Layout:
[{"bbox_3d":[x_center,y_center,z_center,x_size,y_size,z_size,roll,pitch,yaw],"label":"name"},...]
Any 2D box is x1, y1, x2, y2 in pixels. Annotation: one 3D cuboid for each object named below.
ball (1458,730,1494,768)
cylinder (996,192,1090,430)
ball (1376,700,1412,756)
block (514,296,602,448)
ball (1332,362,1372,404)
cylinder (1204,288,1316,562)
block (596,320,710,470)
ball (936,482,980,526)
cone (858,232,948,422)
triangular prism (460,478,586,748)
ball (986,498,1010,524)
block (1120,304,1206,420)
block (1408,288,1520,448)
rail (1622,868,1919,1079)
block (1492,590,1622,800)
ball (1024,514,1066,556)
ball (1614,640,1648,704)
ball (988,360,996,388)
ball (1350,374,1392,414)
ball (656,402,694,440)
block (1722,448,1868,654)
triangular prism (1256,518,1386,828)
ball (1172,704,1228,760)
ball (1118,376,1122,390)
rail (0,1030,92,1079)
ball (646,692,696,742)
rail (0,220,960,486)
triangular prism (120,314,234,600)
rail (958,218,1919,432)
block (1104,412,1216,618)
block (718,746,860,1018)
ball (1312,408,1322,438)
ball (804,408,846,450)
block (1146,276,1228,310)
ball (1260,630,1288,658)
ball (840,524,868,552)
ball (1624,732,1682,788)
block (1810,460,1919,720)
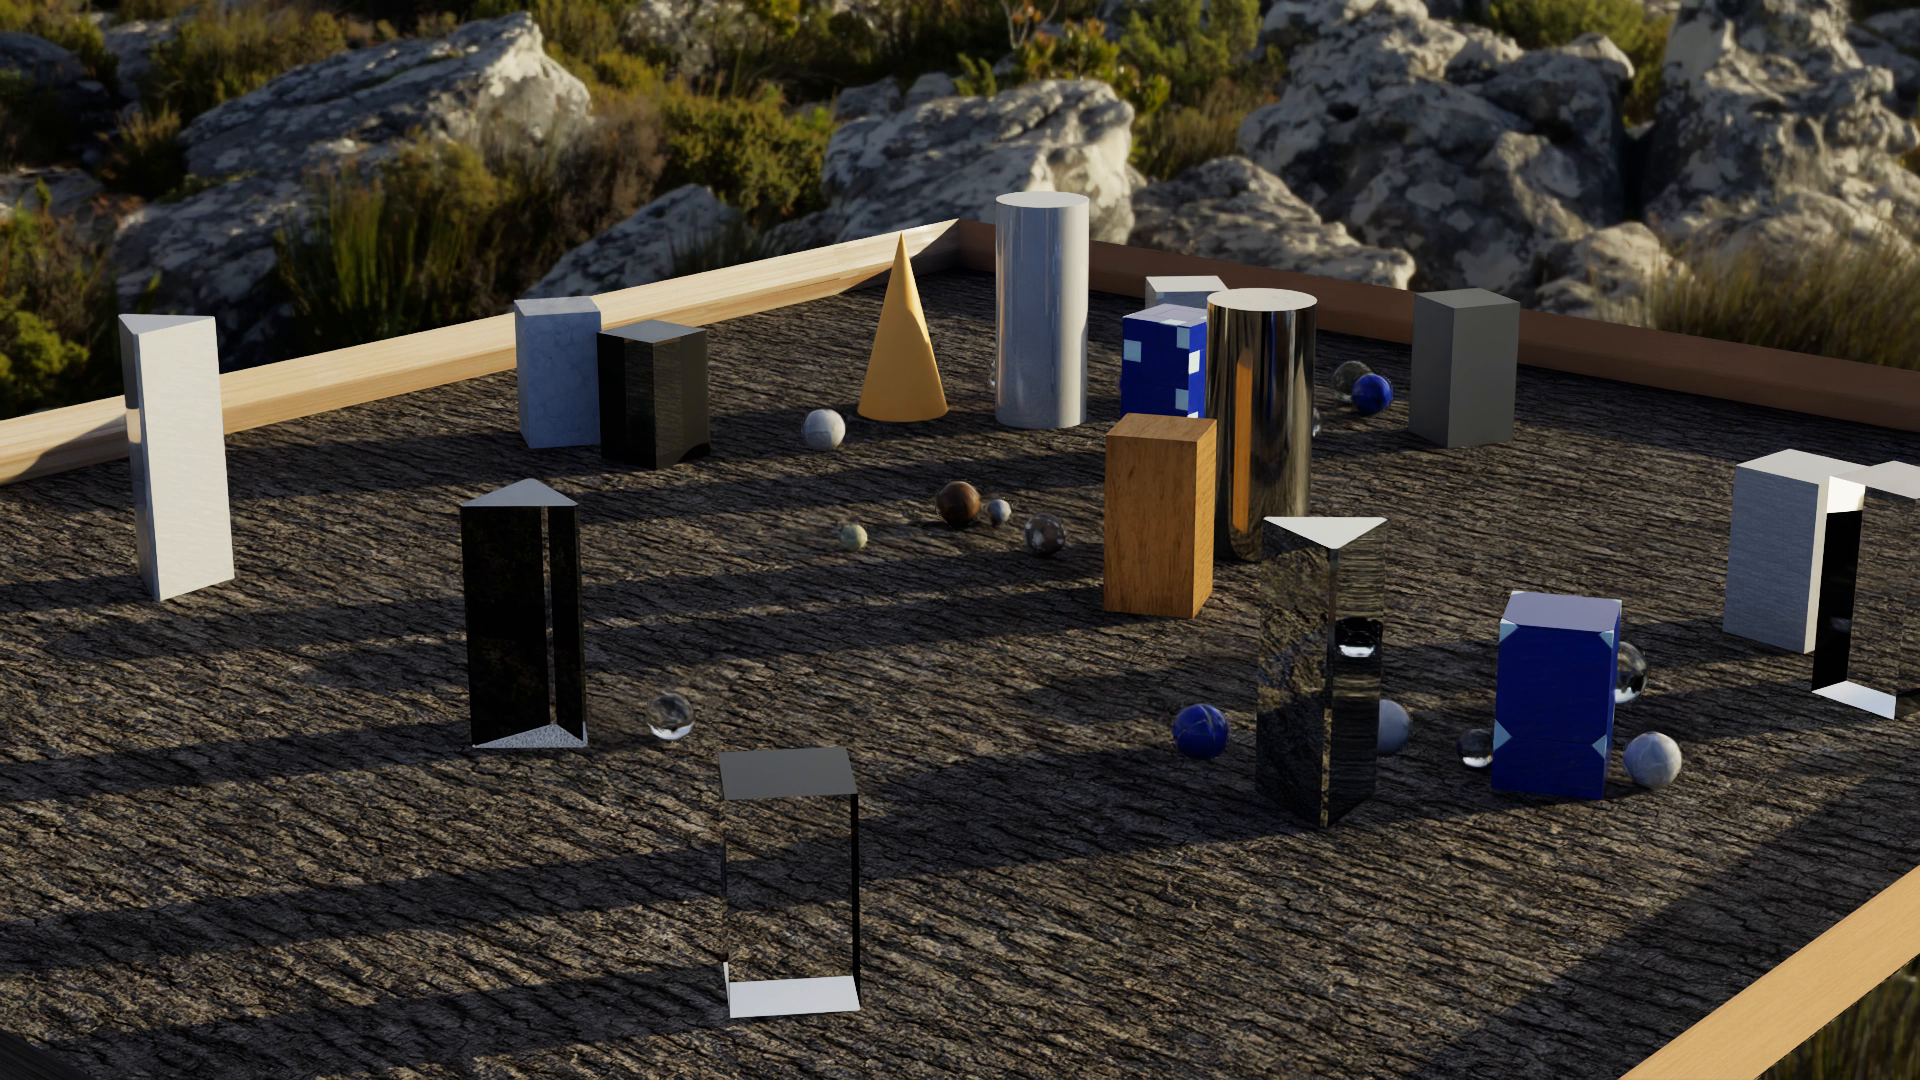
[{"bbox_3d":[0.763,0.308,4.331,0.057,0.057,0.057,0,17,0],"label":"ball"},{"bbox_3d":[0.174,-0.492,6.259,0.197,0.476,0.197,0,17,0],"label":"cylinder"},{"bbox_3d":[0.631,0.280,4.376,0.085,0.085,0.085,0,17,0],"label":"ball"},{"bbox_3d":[-0.837,-0.352,6.132,0.158,0.282,0.158,-5,17,-15],"label":"block"},{"bbox_3d":[0.863,-0.345,6.433,0.094,0.094,0.094,0,17,0],"label":"ball"},{"bbox_3d":[0.543,-0.210,5.342,0.197,0.466,0.197,0,17,0],"label":"cylinder"},{"bbox_3d":[-0.625,-0.298,5.986,0.158,0.263,0.158,13,21,37],"label":"block"},{"bbox_3d":[-0.003,-0.069,5.539,0.083,0.083,0.083,0,17,0],"label":"ball"},{"bbox_3d":[-0.125,-0.473,6.330,0.197,0.400,0.197,0,17,0],"label":"cone"},{"bbox_3d":[-0.650,0.109,4.435,0.171,0.379,0.148,0,17,-1],"label":"triangular prism"},{"bbox_3d":[0.073,-0.055,5.553,0.046,0.046,0.046,0,17,0],"label":"ball"},{"bbox_3d":[0.435,-0.303,5.923,0.158,0.309,0.158,12,20,34],"label":"block"},{"bbox_3d":[1.054,-0.362,6.139,0.158,0.296,0.158,-7,18,-21],"label":"block"},{"bbox_3d":[1.413,0.386,3.945,0.045,0.128,4.352,14,22,39],"label":"rail"},{"bbox_3d":[0.869,0.224,4.271,0.158,0.253,0.158,5,17,16],"label":"block"},{"bbox_3d":[0.154,-0.009,5.350,0.077,0.077,0.077,0,17,0],"label":"ball"},{"bbox_3d":[1.028,0.207,4.595,0.099,0.099,0.099,0,17,0],"label":"ball"},{"bbox_3d":[0.105,-0.368,6.530,0.083,0.083,0.083,0,17,0],"label":"ball"},{"bbox_3d":[0.890,-0.316,6.348,0.088,0.088,0.088,0,17,0],"label":"ball"},{"bbox_3d":[-0.599,-0.251,6.146,0.080,0.080,0.080,0,17,0],"label":"ball"},{"bbox_3d":[1.397,0.017,4.895,0.158,0.290,0.158,-14,22,-40],"label":"block"},{"bbox_3d":[0.492,0.176,4.156,0.148,0.411,0.171,10,19,30],"label":"triangular prism"},{"bbox_3d":[0.358,0.285,4.363,0.084,0.084,0.084,0,17,0],"label":"ball"},{"bbox_3d":[0.378,-0.349,6.522,0.052,0.052,0.052,0,17,0],"label":"ball"},{"bbox_3d":[-1.411,0.501,3.564,3.791,0.128,0.045,14,22,39],"label":"rail"},{"bbox_3d":[-0.438,0.268,4.437,0.073,0.073,0.073,0,17,0],"label":"ball"},{"bbox_3d":[-1.413,-0.322,6.295,0.045,0.128,4.352,14,22,39],"label":"rail"},{"bbox_3d":[-1.405,-0.154,5.140,0.148,0.474,0.171,12,21,35],"label":"triangular prism"},{"bbox_3d":[1.411,-0.437,6.676,3.791,0.128,0.045,14,22,39],"label":"rail"},{"bbox_3d":[0.345,-0.043,5.055,0.158,0.313,0.158,5,17,16],"label":"block"},{"bbox_3d":[-0.209,0.416,3.583,0.158,0.282,0.158,-2,17,-7],"label":"block"},{"bbox_3d":[0.722,-0.247,6.142,0.074,0.074,0.074,0,17,0],"label":"ball"},{"bbox_3d":[-0.281,-0.229,6.060,0.087,0.087,0.087,0,17,0],"label":"ball"},{"bbox_3d":[0.492,-0.425,6.390,0.158,0.272,0.158,-1,17,-4],"label":"block"},{"bbox_3d":[0.514,0.171,4.802,0.047,0.047,0.047,0,17,0],"label":"ball"},{"bbox_3d":[-0.196,-0.004,5.378,0.051,0.051,0.051,0,17,0],"label":"ball"},{"bbox_3d":[1.005,0.319,4.253,0.081,0.081,0.081,0,17,0],"label":"ball"},{"bbox_3d":[1.461,0.076,4.585,0.158,0.355,0.158,-12,20,-34],"label":"block"}]
